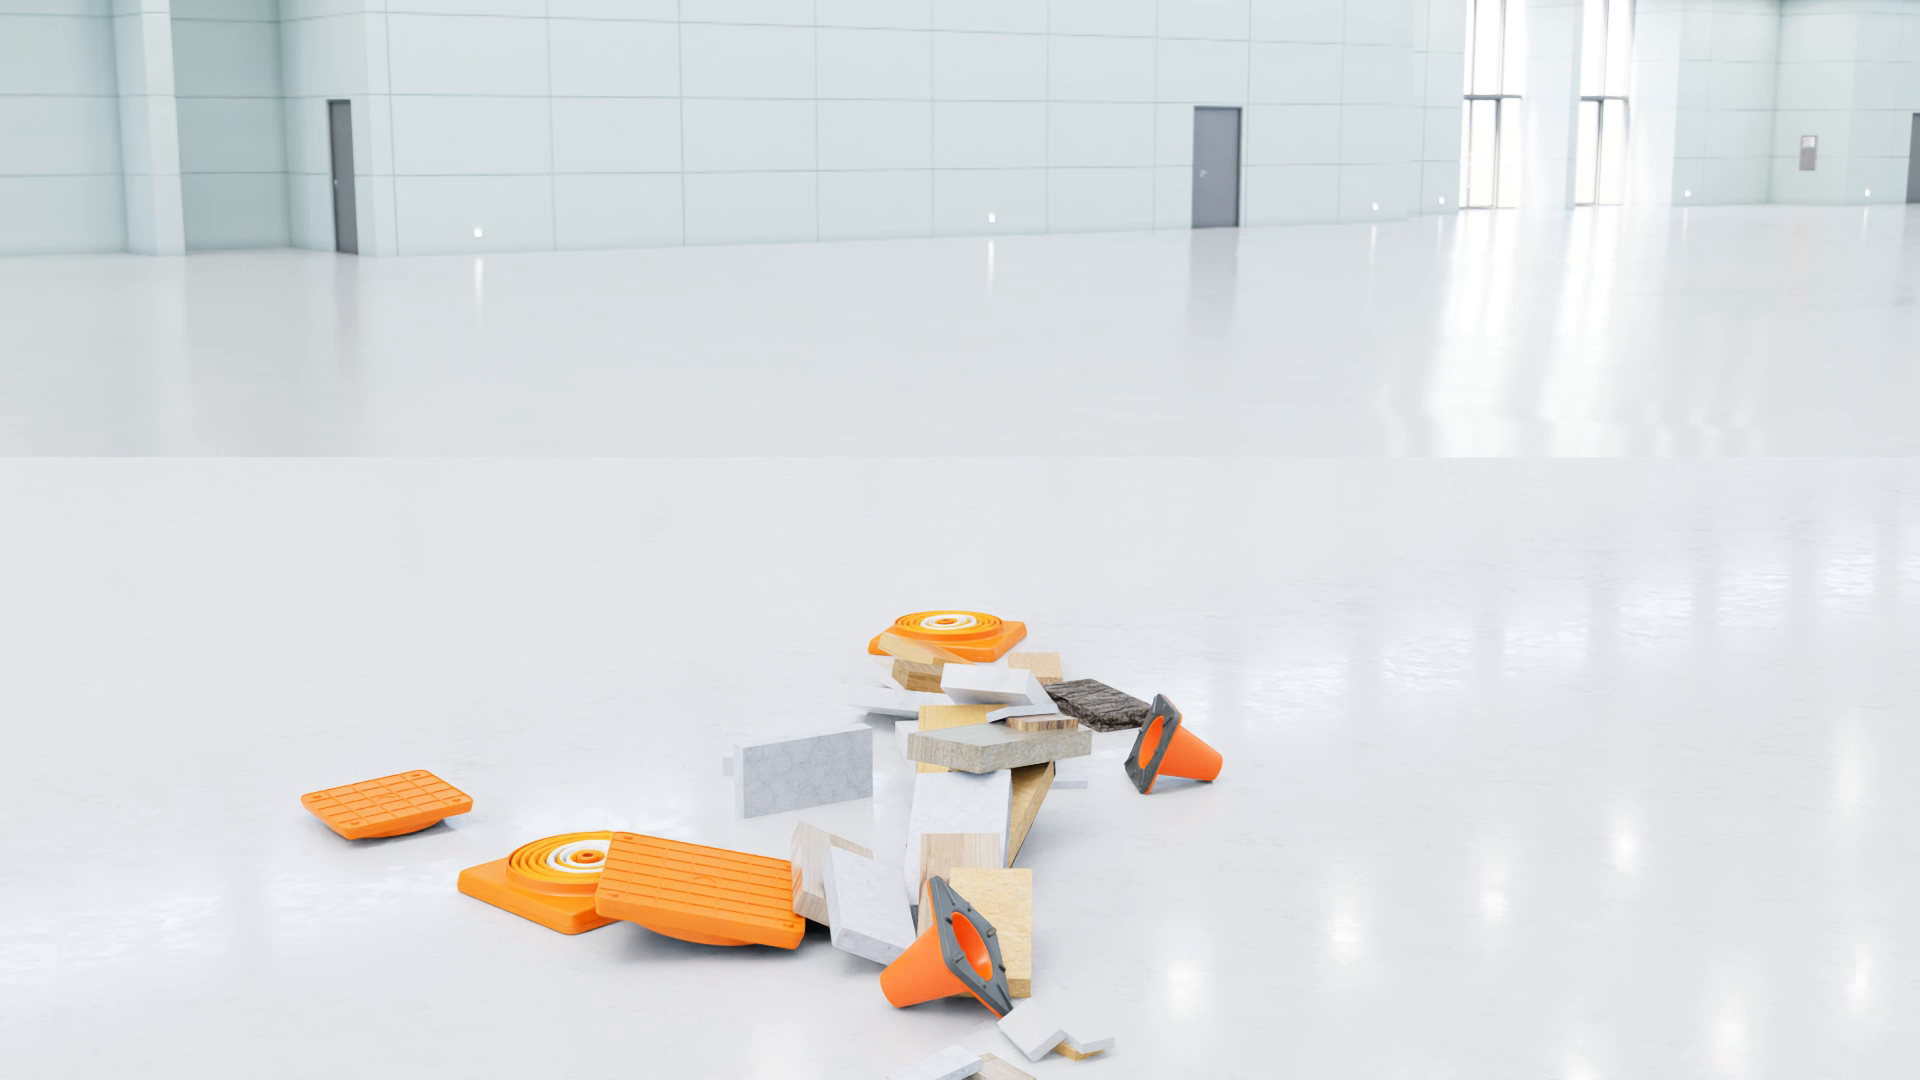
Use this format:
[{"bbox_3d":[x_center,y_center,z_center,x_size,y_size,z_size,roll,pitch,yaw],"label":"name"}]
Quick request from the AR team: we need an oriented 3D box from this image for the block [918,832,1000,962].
[{"bbox_3d":[0.000,0.560,3.461,0.127,0.036,0.255,-1,34,1],"label":"block"}]

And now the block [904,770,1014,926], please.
[{"bbox_3d":[-0.002,0.504,3.630,0.162,0.046,0.323,-3,34,7],"label":"block"}]

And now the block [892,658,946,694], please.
[{"bbox_3d":[0.007,0.308,4.705,0.283,0.040,0.141,10,5,-16],"label":"block"}]

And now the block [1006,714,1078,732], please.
[{"bbox_3d":[0.148,0.328,3.946,0.120,0.017,0.060,0,5,-39],"label":"block"}]

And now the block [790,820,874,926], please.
[{"bbox_3d":[-0.205,0.556,3.597,0.136,0.039,0.351,24,8,-9],"label":"block"}]

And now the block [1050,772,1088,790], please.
[{"bbox_3d":[0.185,0.468,4.279,0.120,0.017,0.060,-1,11,-3],"label":"block"}]

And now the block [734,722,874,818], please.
[{"bbox_3d":[-0.293,0.433,4.139,0.273,0.136,0.039,-6,12,-31],"label":"block"}]

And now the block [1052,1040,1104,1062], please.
[{"bbox_3d":[0.146,0.695,3.061,0.052,0.015,0.104,-8,13,-37],"label":"block"}]

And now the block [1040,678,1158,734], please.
[{"bbox_3d":[0.295,0.360,4.799,0.141,0.040,0.283,-5,12,-26],"label":"block"}]

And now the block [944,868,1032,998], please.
[{"bbox_3d":[0.045,0.592,3.332,0.127,0.036,0.255,0,30,2],"label":"block"}]

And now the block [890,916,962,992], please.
[{"bbox_3d":[-0.050,0.617,3.276,0.116,0.016,0.058,-45,19,-5],"label":"block"}]

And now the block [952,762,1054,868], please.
[{"bbox_3d":[0.042,0.469,3.803,0.162,0.046,0.323,4,26,17],"label":"block"}]

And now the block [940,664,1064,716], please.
[{"bbox_3d":[0.096,0.335,4.416,0.174,0.049,0.347,4,-21,19],"label":"block"}]

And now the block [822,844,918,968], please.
[{"bbox_3d":[-0.142,0.571,3.419,0.127,0.036,0.255,22,16,-15],"label":"block"}]

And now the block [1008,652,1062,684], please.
[{"bbox_3d":[0.174,0.305,5.108,0.120,0.034,0.239,0,11,0],"label":"block"}]

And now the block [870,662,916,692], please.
[{"bbox_3d":[-0.105,0.316,4.903,0.120,0.034,0.299,11,1,-17],"label":"block"}]

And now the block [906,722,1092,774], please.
[{"bbox_3d":[0.073,0.360,3.877,0.162,0.046,0.323,6,5,39],"label":"block"}]

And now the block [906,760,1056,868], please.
[{"bbox_3d":[0.042,0.476,3.899,0.174,0.049,0.347,4,26,17],"label":"block"}]

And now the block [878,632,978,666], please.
[{"bbox_3d":[-0.067,0.277,5.132,0.141,0.040,0.283,15,2,-28],"label":"block"}]

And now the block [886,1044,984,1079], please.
[{"bbox_3d":[-0.034,0.710,2.933,0.116,0.016,0.058,-17,18,-32],"label":"block"}]

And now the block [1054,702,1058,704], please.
[{"bbox_3d":[0.095,0.357,4.831,0.120,0.034,0.239,-7,13,-33],"label":"block"}]

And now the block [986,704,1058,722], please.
[{"bbox_3d":[0.113,0.314,3.984,0.120,0.017,0.060,0,-14,-39],"label":"block"}]

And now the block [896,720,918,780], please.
[{"bbox_3d":[-0.038,0.423,4.454,0.148,0.042,0.295,-2,11,-9],"label":"block"}]

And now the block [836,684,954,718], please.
[{"bbox_3d":[-0.097,0.350,4.689,0.295,0.042,0.148,4,-10,27],"label":"block"}]

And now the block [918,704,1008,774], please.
[{"bbox_3d":[0.008,0.416,4.162,0.174,0.049,0.347,-1,24,0],"label":"block"}]

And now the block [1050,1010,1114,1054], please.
[{"bbox_3d":[0.165,0.682,3.050,0.052,0.015,0.104,-6,12,-27],"label":"block"}]

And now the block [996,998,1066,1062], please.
[{"bbox_3d":[0.099,0.681,3.057,0.058,0.016,0.116,-36,20,-11],"label":"block"}]

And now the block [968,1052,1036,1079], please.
[{"bbox_3d":[0.050,0.717,2.945,0.052,0.015,0.104,-8,13,-36],"label":"block"}]

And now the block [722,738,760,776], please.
[{"bbox_3d":[-0.330,0.435,4.400,0.273,0.039,0.136,0,11,1],"label":"block"}]
